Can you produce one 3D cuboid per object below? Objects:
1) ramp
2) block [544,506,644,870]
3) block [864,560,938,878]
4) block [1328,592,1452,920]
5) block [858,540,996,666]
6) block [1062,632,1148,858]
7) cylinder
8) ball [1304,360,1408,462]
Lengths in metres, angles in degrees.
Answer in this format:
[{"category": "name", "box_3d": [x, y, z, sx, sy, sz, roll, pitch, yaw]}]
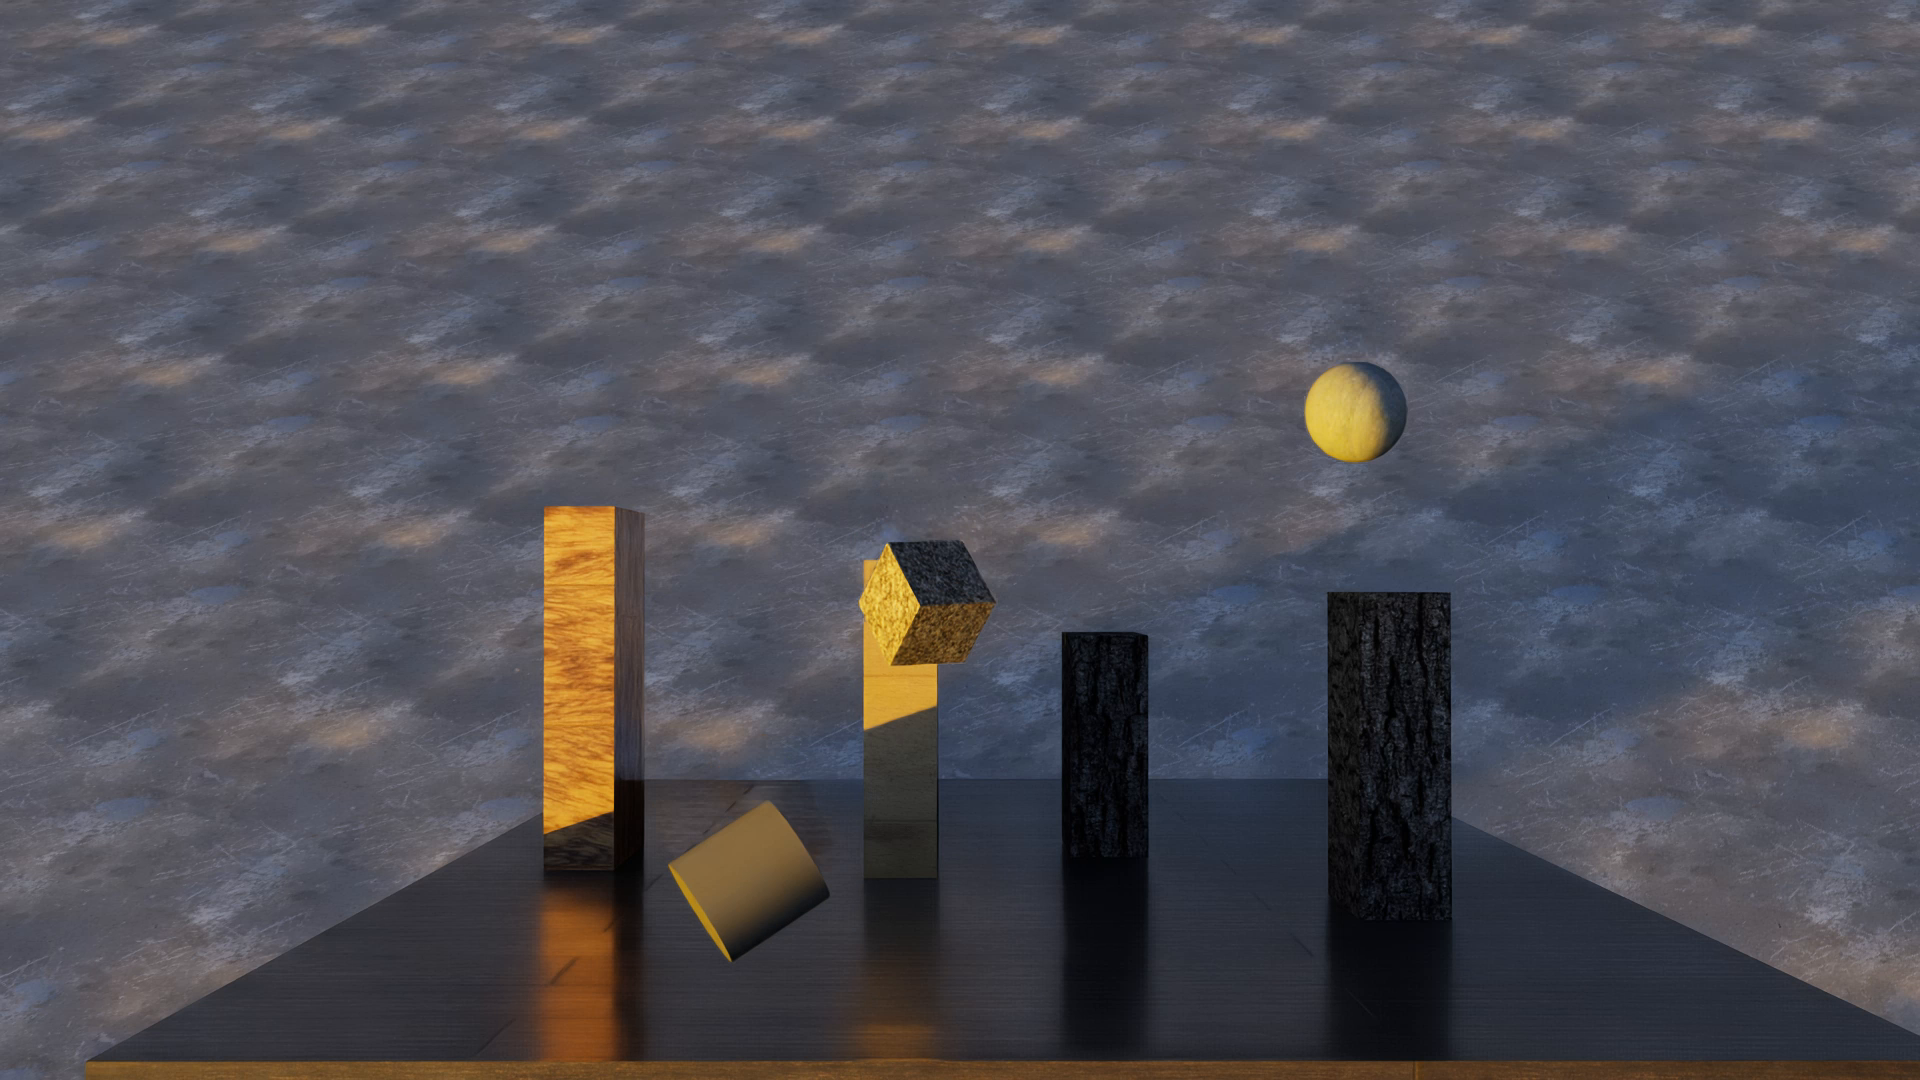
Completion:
[{"category": "ramp", "box_3d": [0.073, 0.637, 4.746, 2.000, 0.100, 4.000, 0, -1, 0]}, {"category": "block", "box_3d": [-0.675, 0.266, 4.818, 0.125, 0.644, 0.443, 0, -1, 0]}, {"category": "block", "box_3d": [-0.103, 0.311, 4.641, 0.127, 0.548, 0.344, 0, -1, 0]}, {"category": "block", "box_3d": [0.671, 0.329, 4.075, 0.139, 0.493, 0.332, 0, -1, 0]}, {"category": "block", "box_3d": [-0.042, 0.079, 3.258, 0.109, 0.109, 0.109, -2, 46, -31]}, {"category": "block", "box_3d": [0.277, 0.386, 5.006, 0.145, 0.411, 0.393, 0, -1, 0]}, {"category": "cylinder", "box_3d": [-0.236, 0.382, 2.904, 0.130, 0.130, 0.130, -32, 42, -13]}, {"category": "ball", "box_3d": [0.434, -0.141, 2.843, 0.111, 0.111, 0.111, 0, 33, 0]}]
